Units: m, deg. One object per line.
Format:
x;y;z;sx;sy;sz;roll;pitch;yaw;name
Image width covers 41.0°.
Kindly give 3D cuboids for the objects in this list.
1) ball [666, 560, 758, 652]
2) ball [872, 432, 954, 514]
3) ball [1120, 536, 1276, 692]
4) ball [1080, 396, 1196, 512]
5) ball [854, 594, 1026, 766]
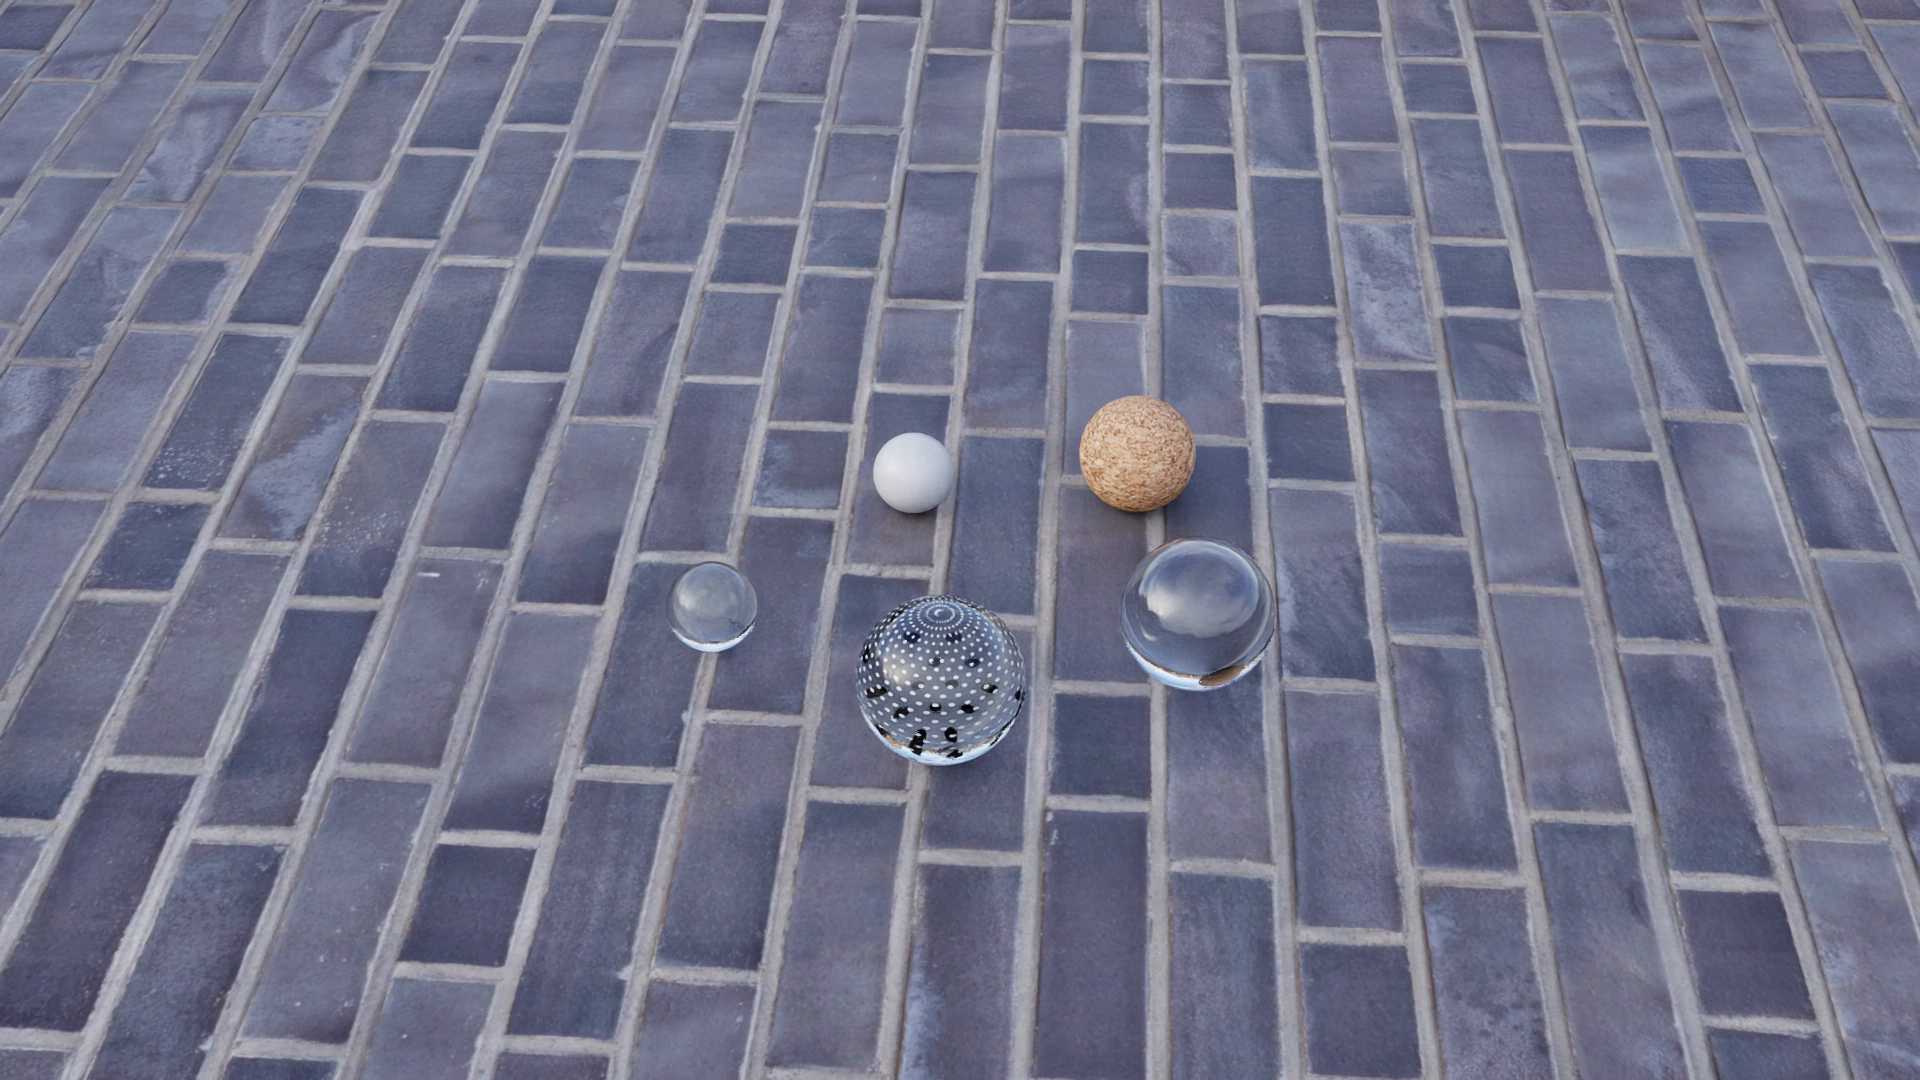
-0.146;0.039;1.512;0.054;0.054;0.054;0;37;0;ball
-0.029;-0.043;1.625;0.051;0.051;0.051;0;37;0;ball
0.137;0.043;1.478;0.090;0.090;0.090;0;37;0;ball
0.112;-0.054;1.622;0.074;0.074;0.074;0;37;0;ball
-0.011;0.078;1.426;0.095;0.095;0.095;0;37;0;ball
